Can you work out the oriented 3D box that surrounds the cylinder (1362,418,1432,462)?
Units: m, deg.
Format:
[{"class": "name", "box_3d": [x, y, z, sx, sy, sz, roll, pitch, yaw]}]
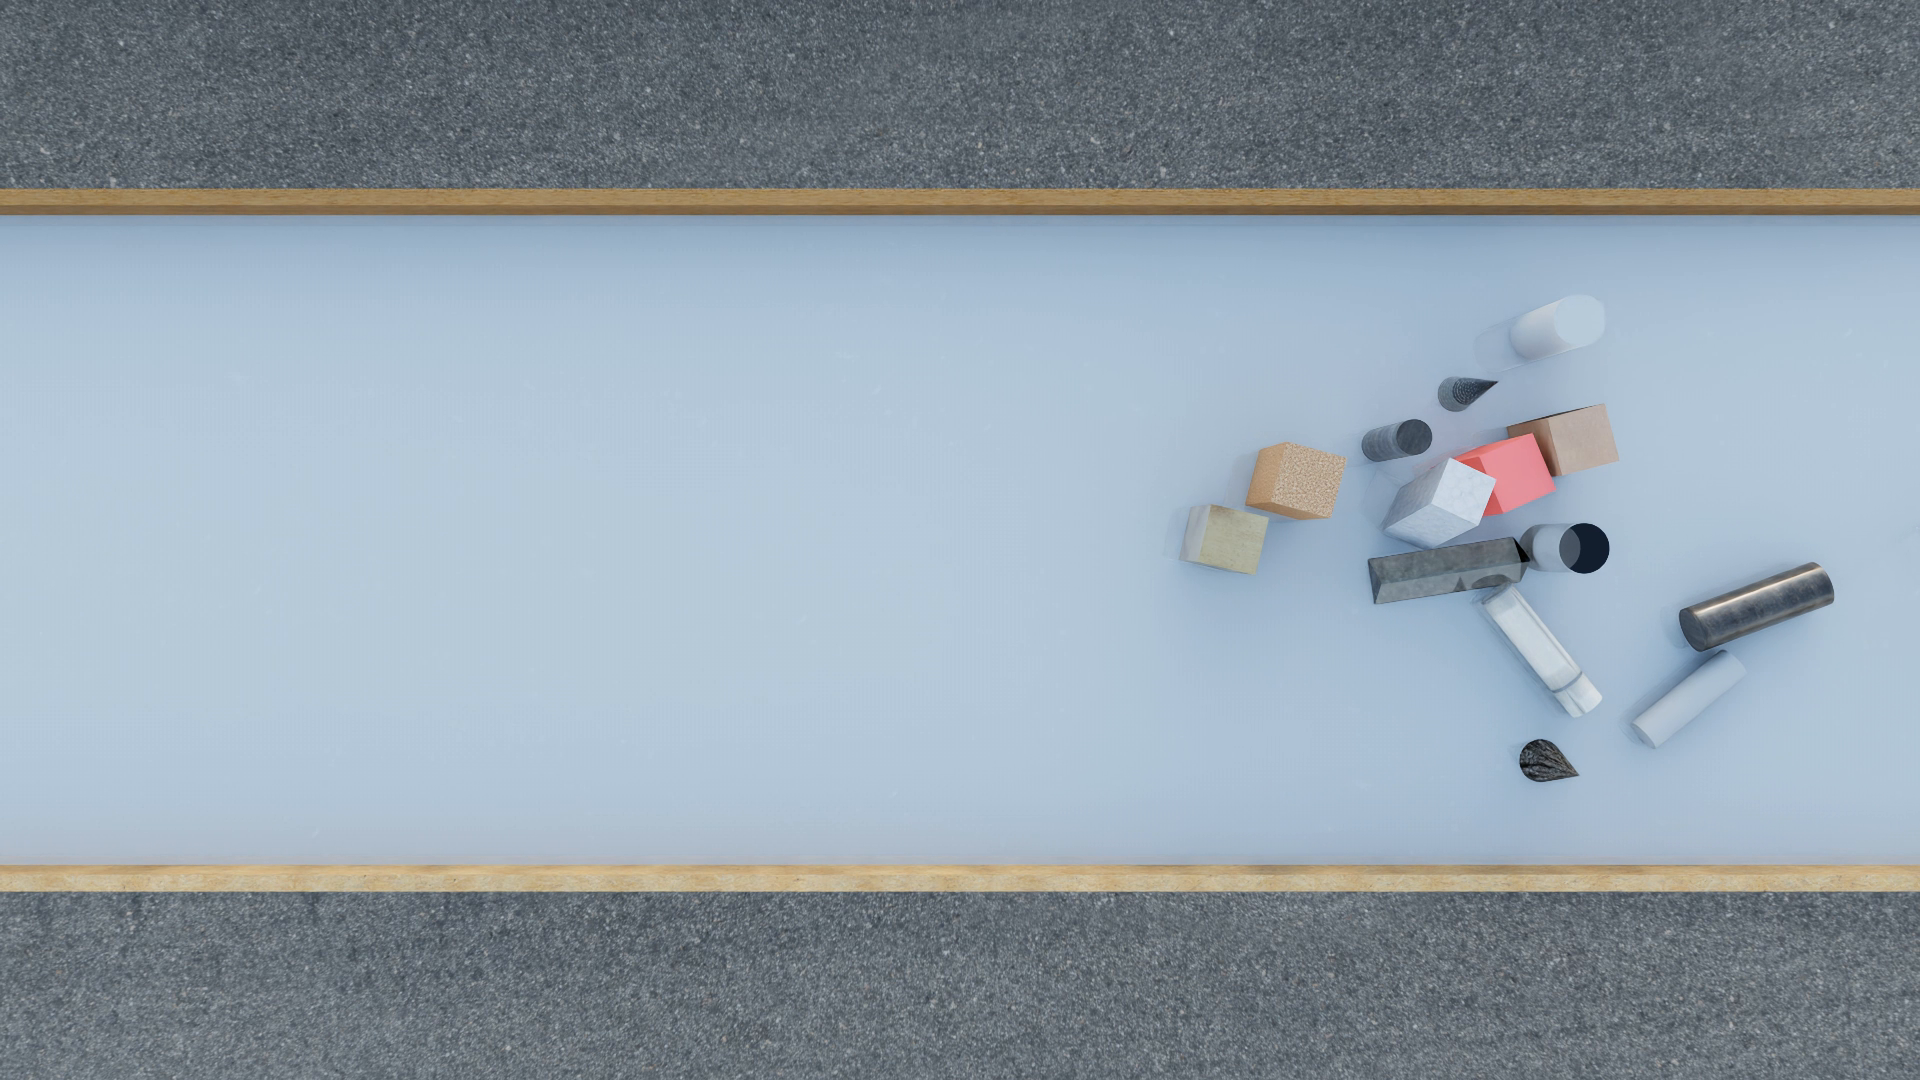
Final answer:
[{"class": "cylinder", "box_3d": [1.287, -0.292, 4.874, 0.103, 0.405, 0.103, 0, 90, 0]}]

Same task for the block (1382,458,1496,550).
[{"class": "block", "box_3d": [1.407, -0.100, 4.861, 0.147, 0.409, 0.147, 25, 78, 0]}]

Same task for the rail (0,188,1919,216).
[{"class": "rail", "box_3d": [-2.247, -1.025, 5.002, 12.000, 0.150, 0.050, 0, 90, 0]}]

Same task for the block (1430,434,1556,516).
[{"class": "block", "box_3d": [1.578, -0.182, 4.898, 0.177, 0.334, 0.177, -23, 90, -9]}]

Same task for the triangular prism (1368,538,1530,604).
[{"class": "triangular prism", "box_3d": [1.488, 0.094, 5.013, 0.452, 0.121, 0.140, -9, 90, 0]}]

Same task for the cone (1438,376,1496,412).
[{"class": "cone", "box_3d": [1.526, -0.449, 4.872, 0.111, 0.409, 0.111, 0, 90, 0]}]

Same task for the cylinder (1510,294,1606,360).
[{"class": "cylinder", "box_3d": [1.768, -0.628, 4.891, 0.149, 0.370, 0.149, 0, 90, 0]}]

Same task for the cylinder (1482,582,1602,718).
[{"class": "cylinder", "box_3d": [1.770, 0.333, 5.023, 0.107, 0.107, 0.445, -39, 90, 0]}]

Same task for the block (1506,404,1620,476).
[{"class": "block", "box_3d": [1.785, -0.288, 4.899, 0.170, 0.355, 0.170, -15, 90, 0]}]

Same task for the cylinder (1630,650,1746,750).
[{"class": "cylinder", "box_3d": [2.219, 0.485, 5.025, 0.356, 0.104, 0.104, -39, 90, 0]}]

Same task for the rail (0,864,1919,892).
[{"class": "rail", "box_3d": [-2.247, 1.025, 5.001, 12.000, 0.150, 0.050, 0, 90, 0]}]

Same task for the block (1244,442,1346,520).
[{"class": "block", "box_3d": [0.984, -0.170, 4.865, 0.177, 0.424, 0.177, 15, 90, 0]}]

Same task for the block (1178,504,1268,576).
[{"class": "block", "box_3d": [0.773, -0.001, 4.869, 0.168, 0.416, 0.168, 13, 90, 0]}]

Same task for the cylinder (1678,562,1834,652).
[{"class": "cylinder", "box_3d": [2.416, 0.203, 5.007, 0.415, 0.140, 0.140, -20, 90, 0]}]

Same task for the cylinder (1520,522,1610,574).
[{"class": "cylinder", "box_3d": [1.793, 0.024, 4.906, 0.146, 0.340, 0.146, 0, 90, 0]}]

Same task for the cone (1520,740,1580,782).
[{"class": "cone", "box_3d": [1.787, 0.679, 4.915, 0.132, 0.323, 0.132, 0, 90, 0]}]
